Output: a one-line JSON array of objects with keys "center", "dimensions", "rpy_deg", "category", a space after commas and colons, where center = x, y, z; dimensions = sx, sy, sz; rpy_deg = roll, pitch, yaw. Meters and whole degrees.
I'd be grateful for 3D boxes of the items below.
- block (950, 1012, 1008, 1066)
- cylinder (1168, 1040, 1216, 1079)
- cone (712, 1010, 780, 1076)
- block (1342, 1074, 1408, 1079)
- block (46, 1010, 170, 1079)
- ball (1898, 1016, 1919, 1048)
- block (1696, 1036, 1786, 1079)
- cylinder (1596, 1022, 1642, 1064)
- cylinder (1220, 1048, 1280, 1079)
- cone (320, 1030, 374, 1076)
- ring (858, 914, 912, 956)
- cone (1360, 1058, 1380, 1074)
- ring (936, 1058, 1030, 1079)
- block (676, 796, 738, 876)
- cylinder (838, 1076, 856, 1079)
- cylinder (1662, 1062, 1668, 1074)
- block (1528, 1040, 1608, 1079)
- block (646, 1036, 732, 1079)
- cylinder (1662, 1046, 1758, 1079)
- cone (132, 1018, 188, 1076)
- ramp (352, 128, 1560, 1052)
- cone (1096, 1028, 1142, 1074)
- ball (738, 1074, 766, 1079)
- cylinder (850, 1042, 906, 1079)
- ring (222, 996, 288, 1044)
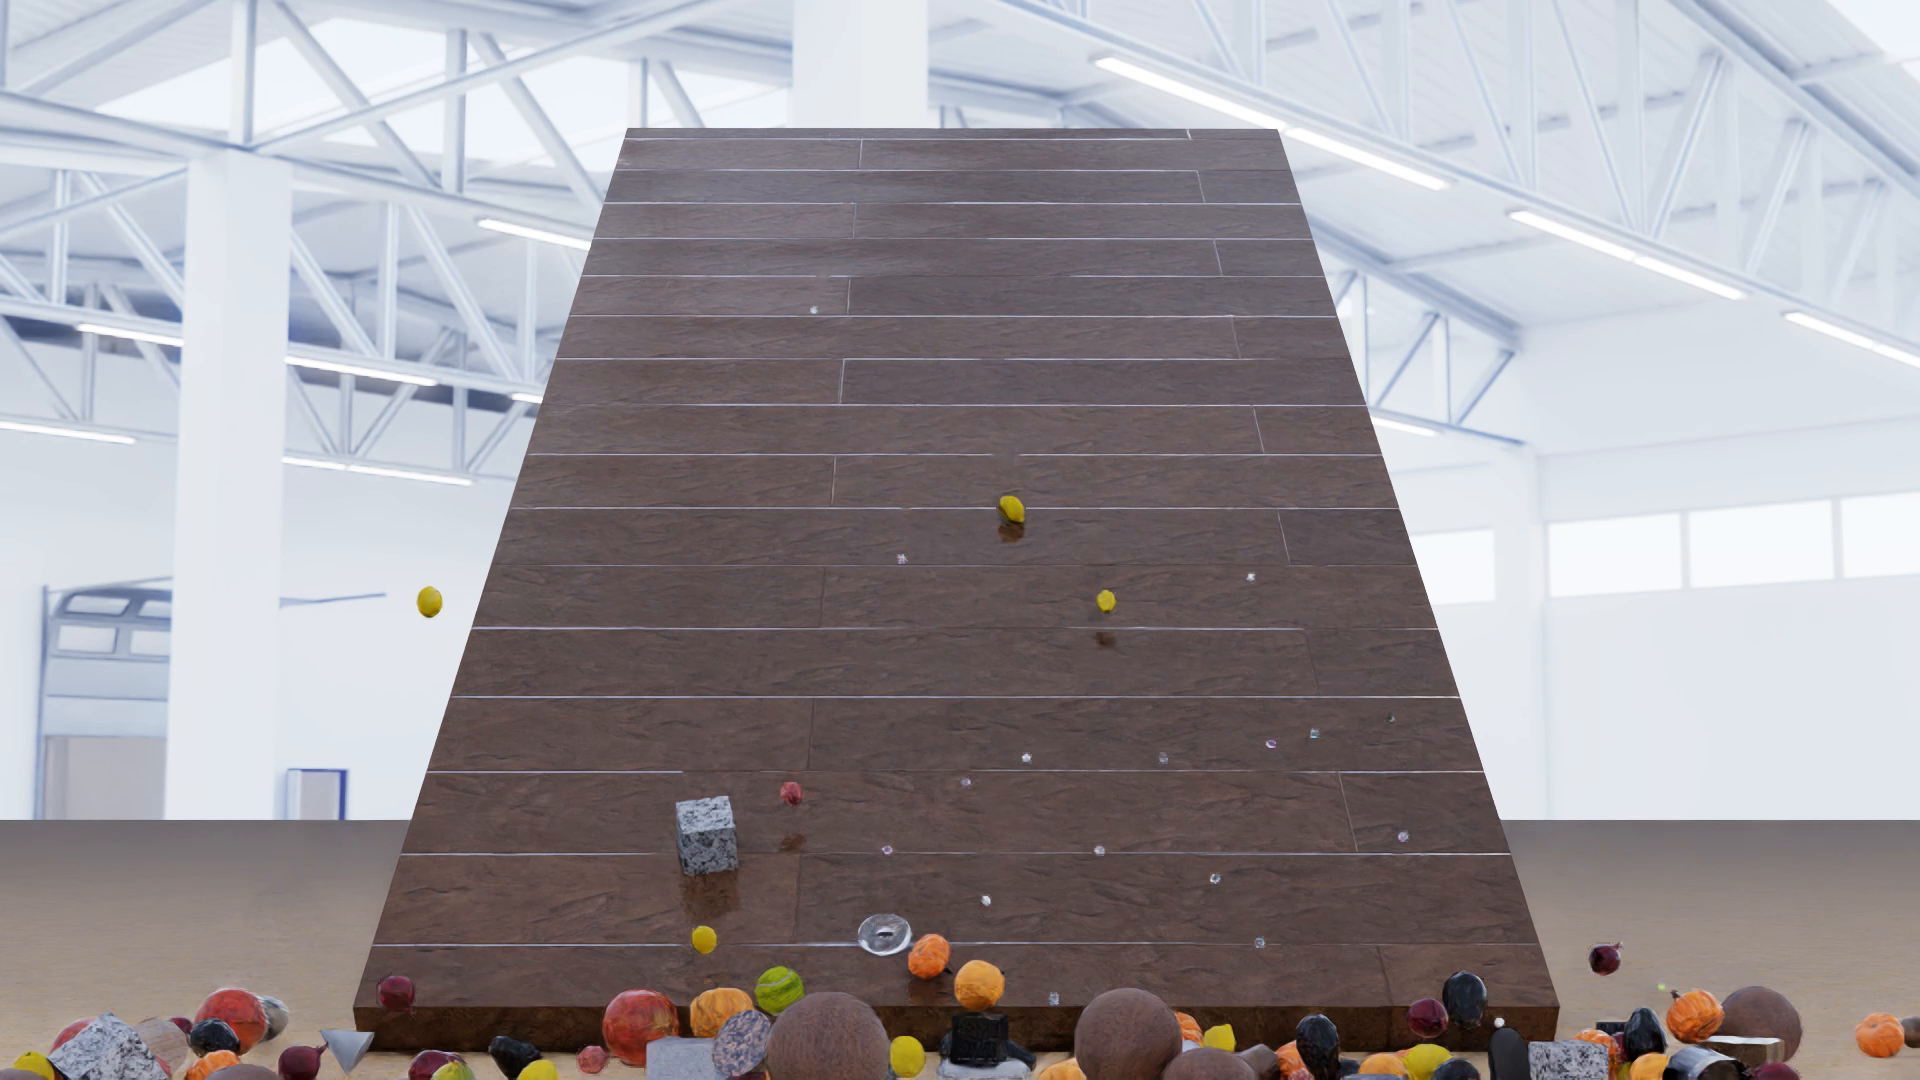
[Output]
[{"center": [0.028, 0.714, 3.471], "dimensions": [0.066, 0.066, 0.066], "rpy_deg": [2, -4, 14], "category": "block"}, {"center": [0.338, 0.764, 3.537], "dimensions": [0.050, 0.050, 0.050], "rpy_deg": [3, 13, -22], "category": "cylinder"}, {"center": [-0.258, 0.669, 3.142], "dimensions": [0.091, 0.091, 0.091], "rpy_deg": [-4, -35, 34], "category": "cone"}, {"center": [0.526, 0.714, 3.076], "dimensions": [0.066, 0.066, 0.066], "rpy_deg": [-3, -7, 27], "category": "block"}, {"center": [-1.073, 0.671, 3.062], "dimensions": [0.093, 0.093, 0.093], "rpy_deg": [-39, 33, -28], "category": "block"}, {"center": [1.631, 0.840, 4.144], "dimensions": [0.055, 0.055, 0.055], "rpy_deg": [0, -6, 0], "category": "ball"}, {"center": [1.054, 0.723, 3.274], "dimensions": [0.093, 0.093, 0.093], "rpy_deg": [-4, -8, 32], "category": "block"}, {"center": [1.057, 0.806, 3.890], "dimensions": [0.065, 0.065, 0.065], "rpy_deg": [-3, -7, 23], "category": "cylinder"}, {"center": [0.410, 0.749, 3.420], "dimensions": [0.060, 0.060, 0.060], "rpy_deg": [6, -9, -41], "category": "cylinder"}, {"center": [-0.927, 0.749, 3.622], "dimensions": [0.074, 0.074, 0.074], "rpy_deg": [30, -6, 2], "category": "cone"}, {"center": [-0.129, 0.675, 4.153], "dimensions": [0.092, 0.031, 0.092], "rpy_deg": [0, 32, 0], "category": "ring"}, {"center": [0.568, 0.773, 3.427], "dimensions": [0.060, 0.060, 0.060], "rpy_deg": [-28, -12, 9], "category": "cone"}, {"center": [0.034, 0.773, 3.503], "dimensions": [0.137, 0.046, 0.137], "rpy_deg": [0, -7, 0], "category": "ring"}, {"center": [-0.453, 0.528, 4.336], "dimensions": [0.094, 0.094, 0.094], "rpy_deg": [-7, 31, -12], "category": "block"}, {"center": [-0.109, 0.660, 2.782], "dimensions": [0.075, 0.075, 0.075], "rpy_deg": [17, -9, -10], "category": "cylinder"}, {"center": [1.000, 0.738, 3.340], "dimensions": [0.060, 0.060, 0.060], "rpy_deg": [-3, -8, 21], "category": "cylinder"}, {"center": [0.837, 0.735, 3.338], "dimensions": [0.083, 0.083, 0.083], "rpy_deg": [1, -6, -8], "category": "block"}, {"center": [-0.365, 0.723, 3.275], "dimensions": [0.093, 0.093, 0.093], "rpy_deg": [-1, -6, 8], "category": "block"}, {"center": [0.955, 0.698, 3.085], "dimensions": [0.091, 0.091, 0.091], "rpy_deg": [1, -2, -7], "category": "cylinder"}, {"center": [-1.237, 0.793, 3.710], "dimensions": [0.095, 0.095, 0.095], "rpy_deg": [3, -30, -26], "category": "cone"}, {"center": [-0.014, -0.204, 5.764], "dimensions": [2.000, 0.100, 4.000], "rpy_deg": [0, 31, 0], "category": "ramp"}, {"center": [0.236, 0.760, 3.610], "dimensions": [0.067, 0.067, 0.067], "rpy_deg": [0, -10, 4], "category": "cone"}, {"center": [-0.280, 0.744, 3.272], "dimensions": [0.050, 0.050, 0.050], "rpy_deg": [0, -6, 0], "category": "ball"}, {"center": [-0.118, 0.753, 3.488], "dimensions": [0.056, 0.056, 0.056], "rpy_deg": [-4, -9, 33], "category": "cylinder"}, {"center": [-1.220, 0.831, 4.201], "dimensions": [0.110, 0.037, 0.110], "rpy_deg": [-10, -48, -12], "category": "ring"}]
